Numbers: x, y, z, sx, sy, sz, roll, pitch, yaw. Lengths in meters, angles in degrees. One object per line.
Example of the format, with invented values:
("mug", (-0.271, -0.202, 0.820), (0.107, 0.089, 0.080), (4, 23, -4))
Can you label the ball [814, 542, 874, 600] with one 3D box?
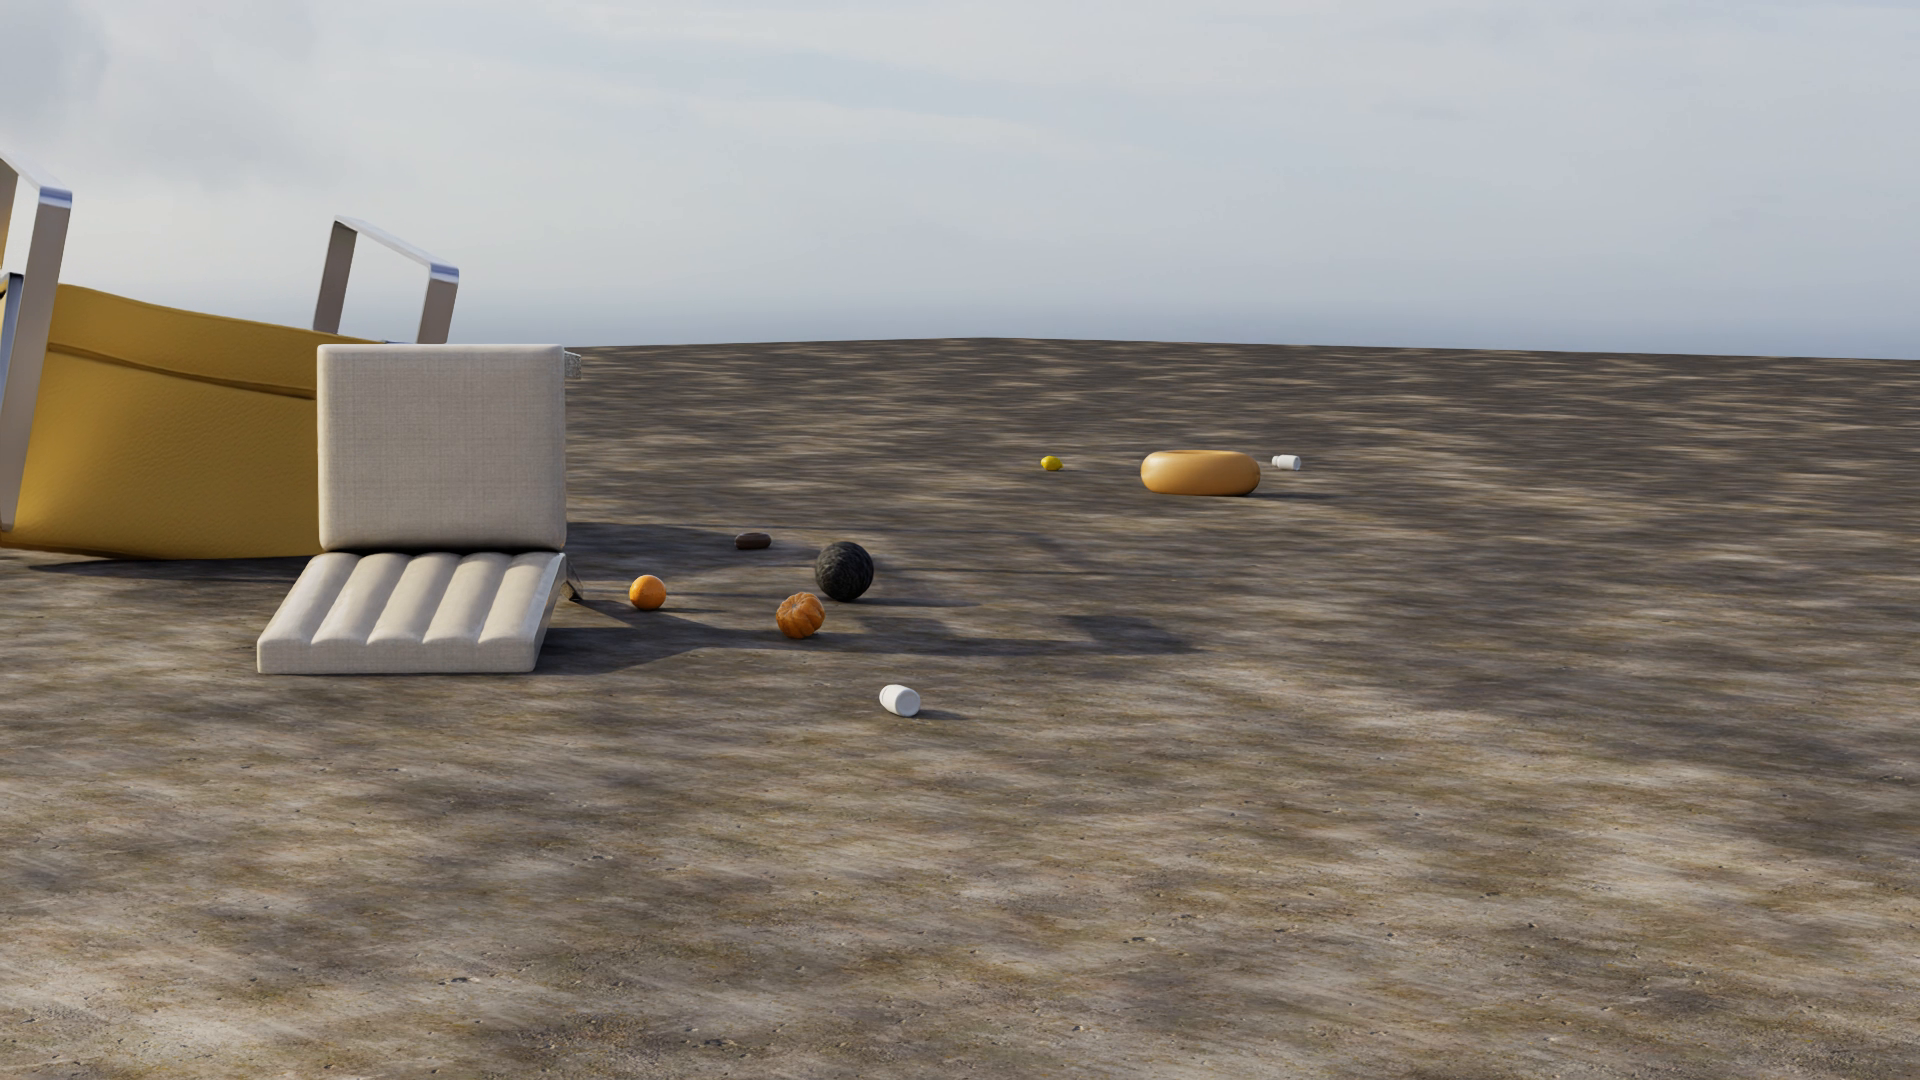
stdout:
("ball", (-0.235, 0.063, 5.214), (0.120, 0.120, 0.120), (0, 6, 0))

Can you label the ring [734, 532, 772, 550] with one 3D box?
("ring", (-0.501, 0.003, 6.214), (0.101, 0.036, 0.053), (-6, 10, -37))

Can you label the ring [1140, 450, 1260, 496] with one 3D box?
("ring", (0.726, -0.202, 7.756), (0.385, 0.129, 0.166), (2, 9, 28))
